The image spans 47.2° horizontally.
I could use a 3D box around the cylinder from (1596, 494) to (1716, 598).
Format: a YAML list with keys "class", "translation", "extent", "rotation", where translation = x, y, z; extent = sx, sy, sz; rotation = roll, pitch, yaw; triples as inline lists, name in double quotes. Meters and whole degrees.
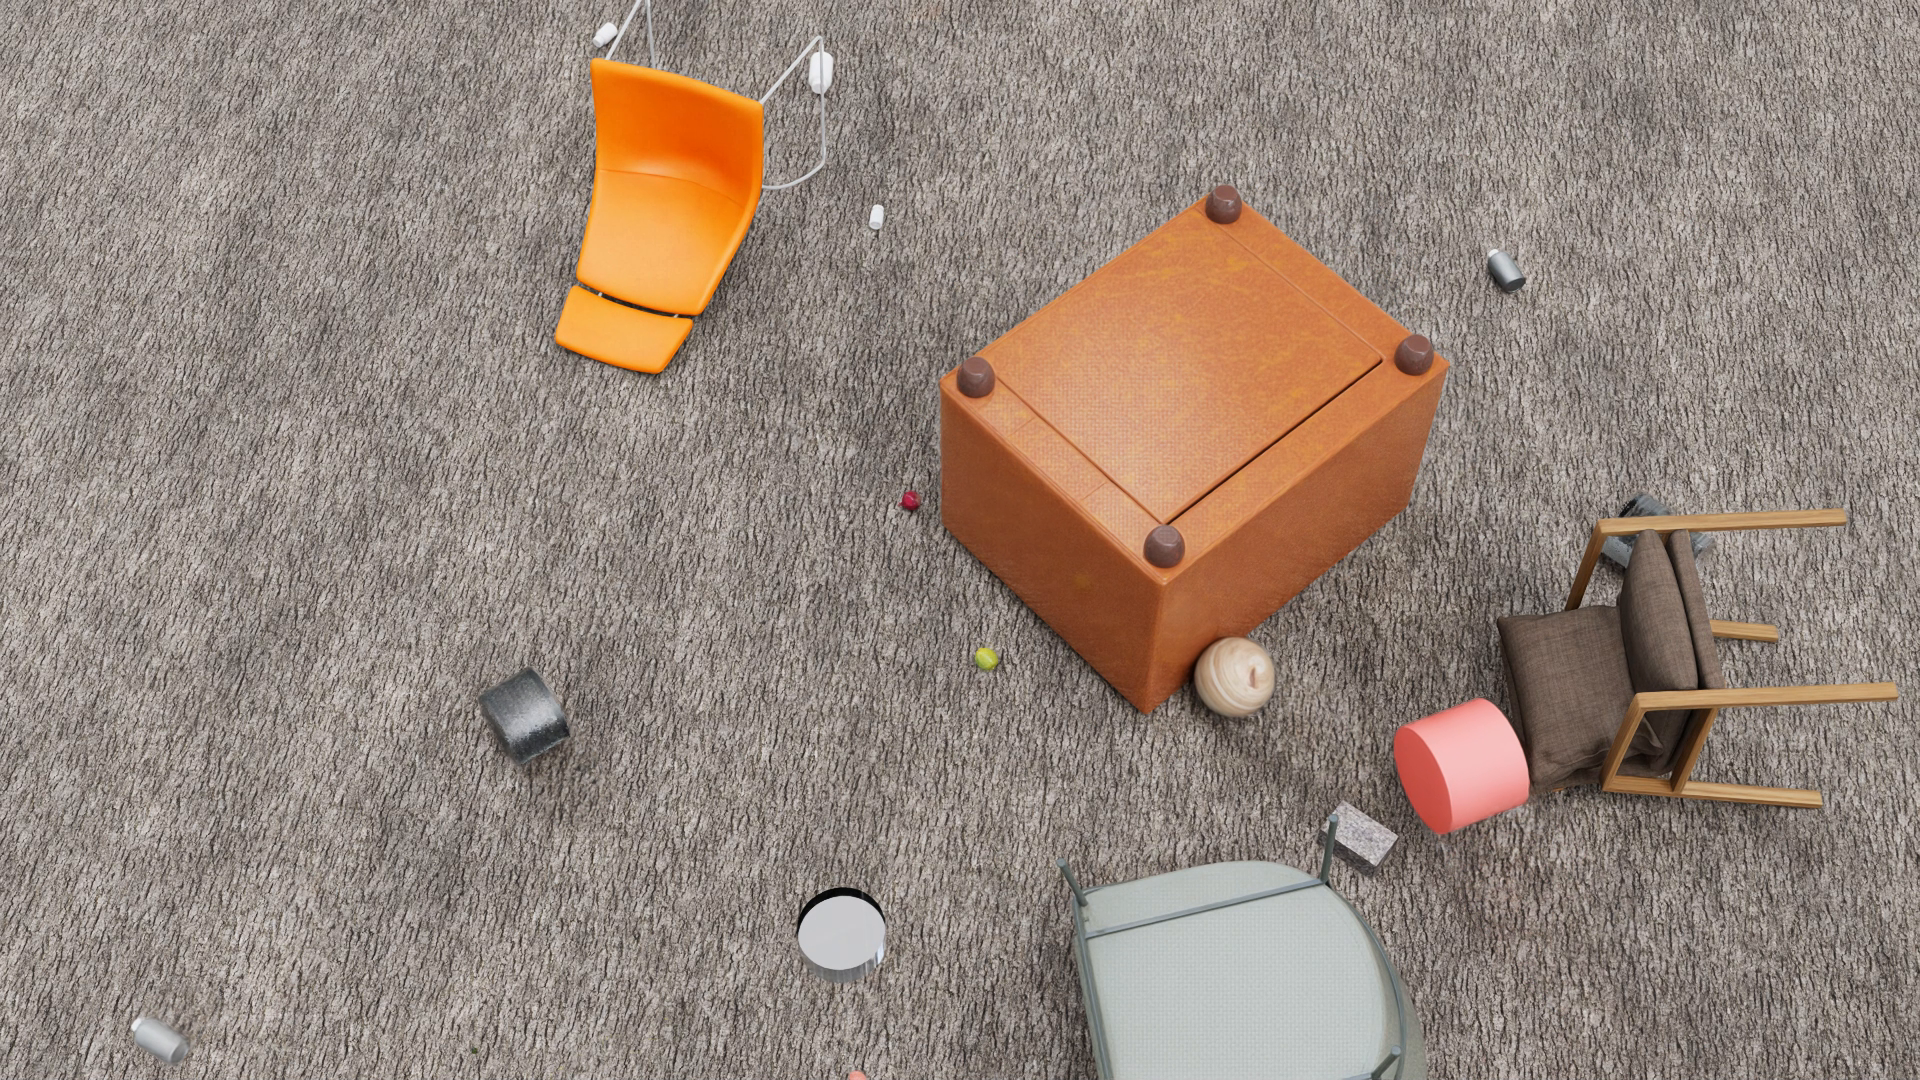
- class: "cylinder"
  translation: [2.048, 0.015, 6.472]
  extent: [0.252, 0.152, 0.232]
  rotation: [38, 65, 22]

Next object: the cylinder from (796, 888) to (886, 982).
- class: "cylinder"
  translation: [-0.312, 1.045, 5.819]
  extent: [0.232, 0.089, 0.236]
  rotation: [36, 63, 22]

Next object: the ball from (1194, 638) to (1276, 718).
- class: "ball"
  translation: [0.772, 0.386, 6.180]
  extent: [0.226, 0.226, 0.226]
  rotation: [0, 56, 0]

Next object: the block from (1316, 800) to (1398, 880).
- class: "block"
  translation: [1.079, 0.814, 5.976]
  extent: [0.178, 0.086, 0.113]
  rotation: [33, 62, 20]

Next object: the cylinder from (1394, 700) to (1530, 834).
- class: "cylinder"
  translation: [1.361, 0.616, 5.976]
  extent: [0.234, 0.307, 0.306]
  rotation: [-18, 41, -12]

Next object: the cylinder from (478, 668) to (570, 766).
- class: "cylinder"
  translation: [-1.210, 0.491, 6.107]
  extent: [0.160, 0.235, 0.220]
  rotation: [-31, 102, -19]
